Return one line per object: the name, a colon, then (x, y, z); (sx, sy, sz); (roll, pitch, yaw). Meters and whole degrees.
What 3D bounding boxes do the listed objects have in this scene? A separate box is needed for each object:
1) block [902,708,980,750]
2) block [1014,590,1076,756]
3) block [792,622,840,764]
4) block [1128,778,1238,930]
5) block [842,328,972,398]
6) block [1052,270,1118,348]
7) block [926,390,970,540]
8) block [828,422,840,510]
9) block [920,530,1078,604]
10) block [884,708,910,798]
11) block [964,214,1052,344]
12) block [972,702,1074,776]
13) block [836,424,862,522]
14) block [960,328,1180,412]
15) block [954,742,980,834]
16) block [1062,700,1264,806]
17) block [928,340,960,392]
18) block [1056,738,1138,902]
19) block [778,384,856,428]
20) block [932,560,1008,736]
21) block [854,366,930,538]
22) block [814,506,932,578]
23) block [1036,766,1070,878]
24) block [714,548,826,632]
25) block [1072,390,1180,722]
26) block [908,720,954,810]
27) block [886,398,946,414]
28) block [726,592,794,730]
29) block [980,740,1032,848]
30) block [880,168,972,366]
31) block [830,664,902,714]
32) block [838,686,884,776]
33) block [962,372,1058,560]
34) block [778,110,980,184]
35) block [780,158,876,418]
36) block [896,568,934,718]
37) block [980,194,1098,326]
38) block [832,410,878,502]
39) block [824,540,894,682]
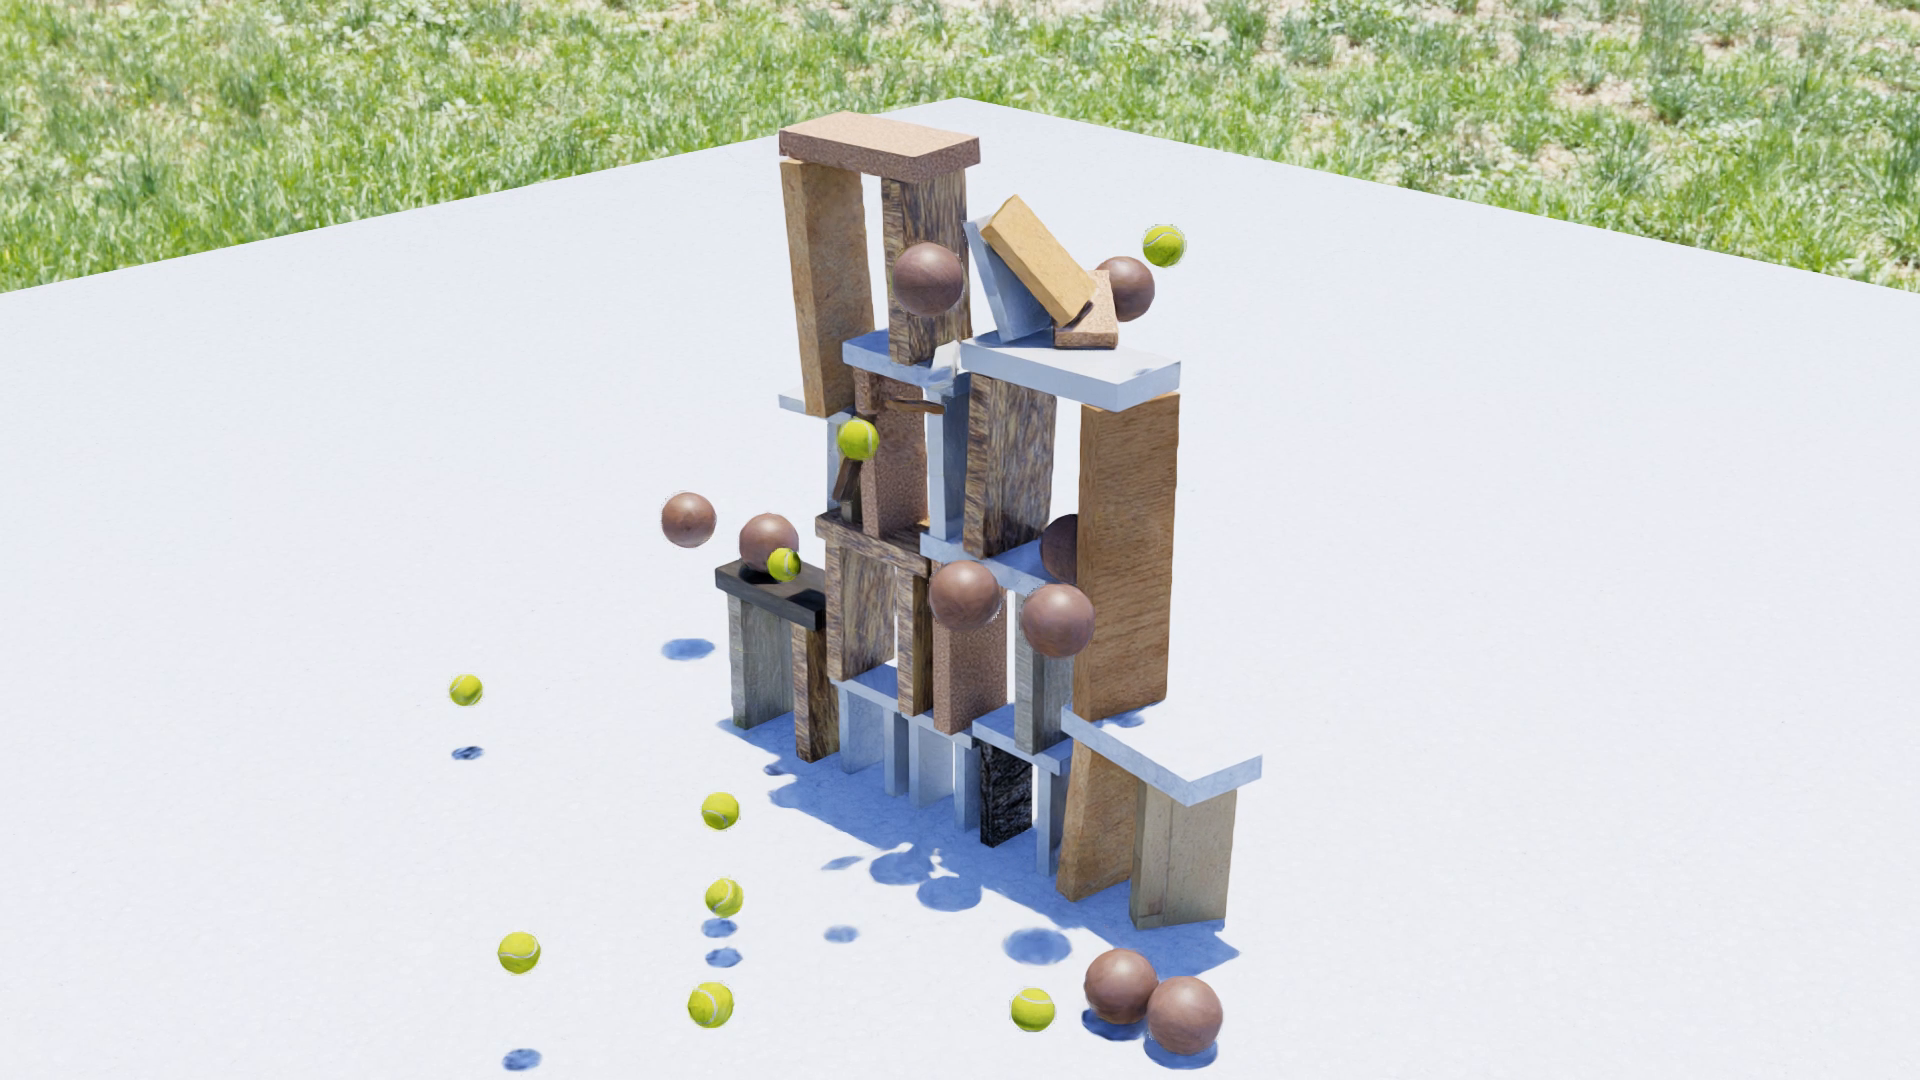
block: (-0.013, 0.356, 4.383); (0.098, 0.028, 0.196); (-21, 31, -41)
block: (0.175, 0.228, 4.137); (0.046, 0.323, 0.162); (20, 30, 41)
block: (-0.277, 0.299, 4.651); (0.158, 0.317, 0.045); (-21, 31, -41)
block: (0.409, 0.547, 4.023); (0.174, 0.347, 0.049); (-5, 27, -13)
block: (-0.068, -0.340, 4.141); (0.291, 0.041, 0.145); (20, 31, 39)
block: (0.221, -0.419, 3.977); (0.112, 0.032, 0.223); (0, 36, -2)
block: (0.006, -0.159, 4.145); (0.041, 0.291, 0.145); (19, 30, 41)
block: (-0.248, -0.086, 4.493); (0.029, 0.422, 0.102); (4, 24, 6)
block: (0.096, 0.028, 4.136); (0.323, 0.046, 0.162); (21, 31, 40)
block: (-0.109, 0.418, 4.515); (0.029, 0.202, 0.101); (21, 31, 41)
block: (0.087, -0.474, 3.934); (0.032, 0.223, 0.112); (-13, 8, 45)
block: (0.146, 0.381, 4.233); (0.229, 0.033, 0.115); (21, 31, 41)
block: (-0.194, -0.147, 4.356); (0.029, 0.204, 0.102); (18, 30, 38)
block: (0.193, -0.310, 3.889); (0.356, 0.050, 0.178); (19, 29, 38)
block: (0.034, 0.478, 4.384); (0.028, 0.196, 0.098); (21, 31, 41)
block: (0.359, 0.362, 3.946); (0.174, 0.049, 0.347); (-16, 28, -33)
block: (-0.028, -0.316, 3.995); (0.048, 0.014, 0.095); (-17, 46, 34)
block: (0.280, 0.502, 4.128); (0.174, 0.347, 0.049); (-16, 35, -33)
block: (-0.252, -0.270, 4.351); (0.204, 0.029, 0.102); (17, 31, 39)
block: (0.020, 0.187, 4.284); (0.046, 0.361, 0.162); (20, 30, 41)
block: (-0.131, -0.188, 4.276); (0.041, 0.342, 0.145); (17, 29, 39)
block: (-0.126, -0.009, 4.352); (0.305, 0.043, 0.153); (20, 30, 38)
block: (0.200, 0.523, 4.233); (0.115, 0.230, 0.033); (-21, 31, -41)
block: (-0.355, 0.102, 4.649); (0.317, 0.045, 0.158); (21, 31, 40)
block: (0.294, 0.029, 3.908); (0.178, 0.591, 0.050); (-14, 26, -31)
block: (-0.058, 0.441, 4.470); (0.098, 0.196, 0.028); (-21, 31, -41)
block: (-0.079, -0.239, 3.933); (0.095, 0.014, 0.048); (2, 14, -27)
block: (-0.425, 0.241, 4.788); (0.158, 0.317, 0.045); (-21, 31, -41)
block: (0.092, 0.481, 4.333); (0.033, 0.229, 0.115); (21, 31, 41)
block: (-0.060, -0.512, 4.045); (0.049, 0.347, 0.174); (19, 32, 38)
block: (-0.160, 0.294, 4.511); (0.202, 0.029, 0.101); (20, 30, 39)
block: (-0.206, 0.381, 4.603); (0.029, 0.203, 0.101); (20, 31, 39)
block: (0.094, -0.156, 4.051); (0.178, 0.356, 0.050); (-20, 34, -40)
block: (-0.150, -0.723, 4.037); (0.347, 0.049, 0.174); (19, 32, 39)
block: (-0.245, -0.497, 4.211); (0.049, 0.497, 0.174); (12, 28, 34)
block: (-0.054, 0.181, 4.361); (0.043, 0.312, 0.153); (22, 31, 40)
block: (0.140, -0.496, 3.895); (0.032, 0.223, 0.112); (-30, 17, 44)
block: (-0.192, -0.153, 4.002); (0.014, 0.170, 0.048); (26, 17, 25)
block: (-0.203, 0.123, 4.486); (0.043, 0.305, 0.153); (21, 31, 39)
